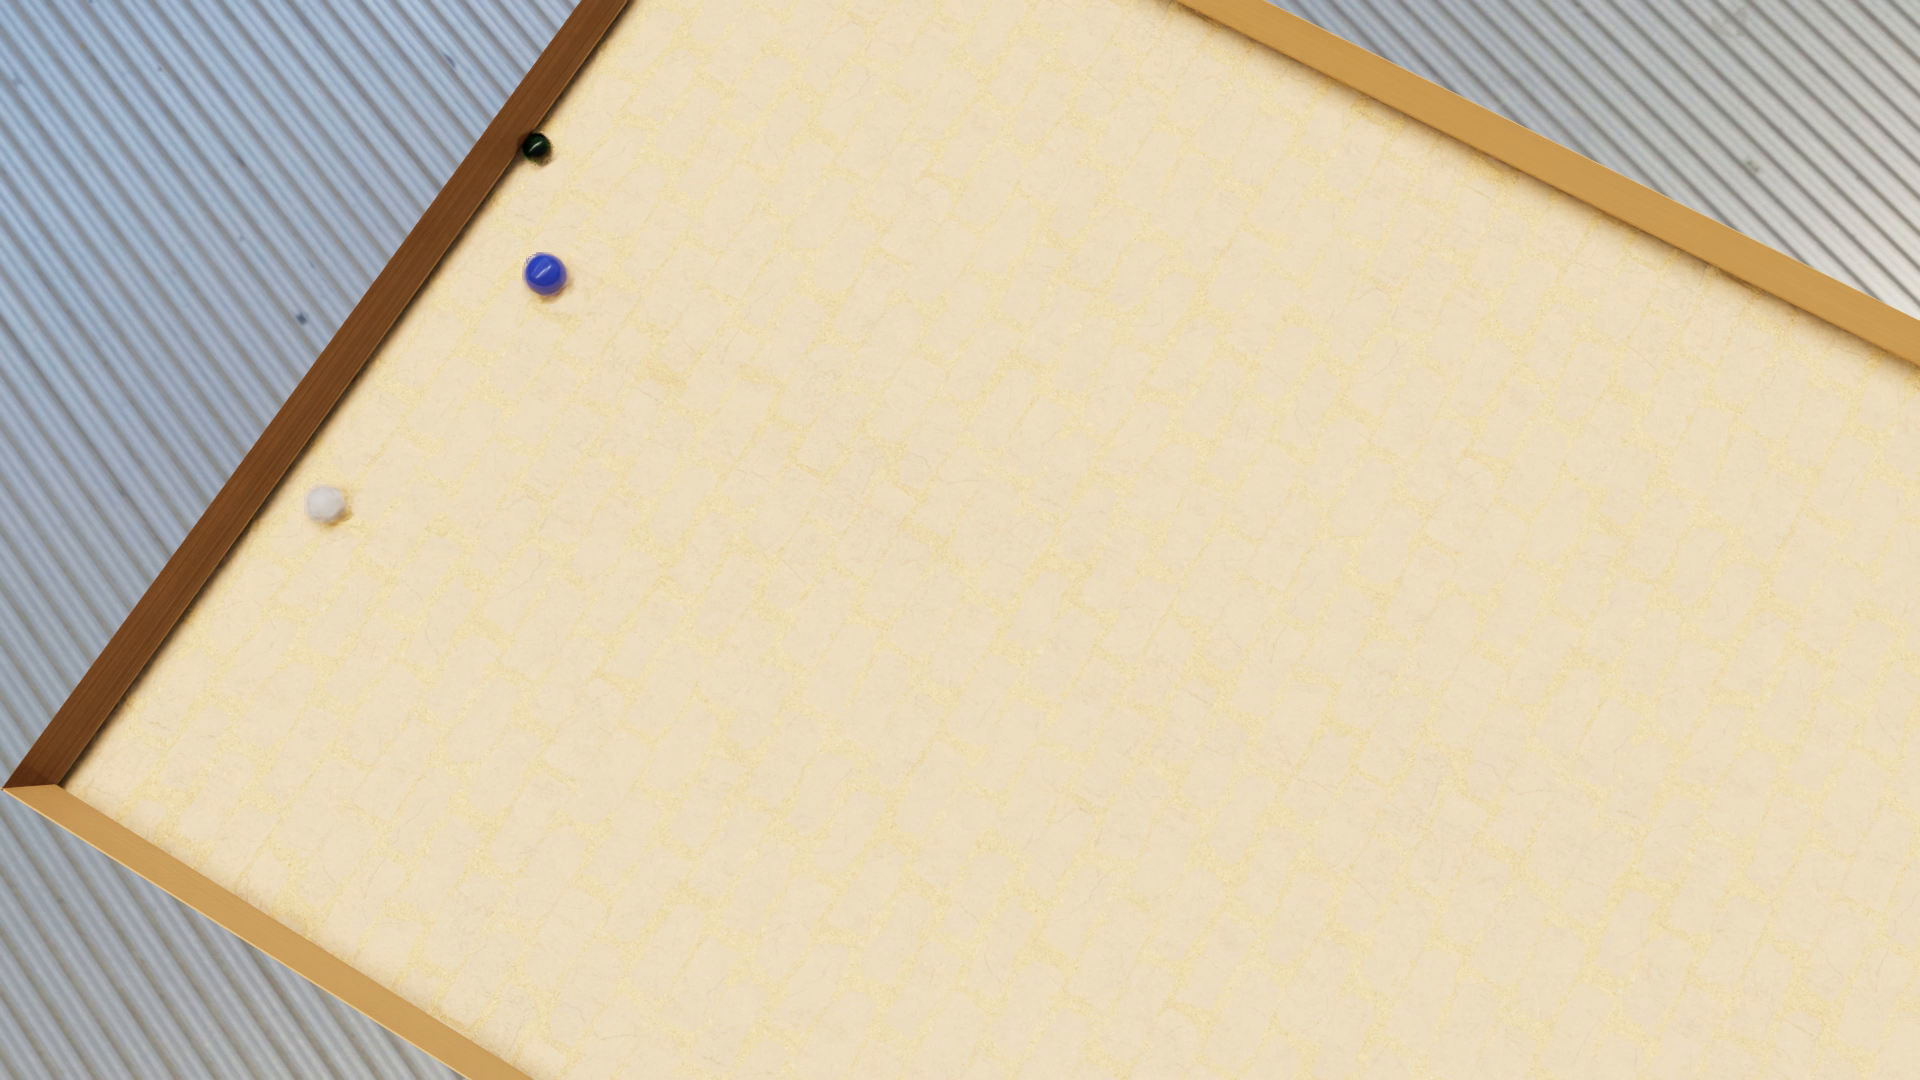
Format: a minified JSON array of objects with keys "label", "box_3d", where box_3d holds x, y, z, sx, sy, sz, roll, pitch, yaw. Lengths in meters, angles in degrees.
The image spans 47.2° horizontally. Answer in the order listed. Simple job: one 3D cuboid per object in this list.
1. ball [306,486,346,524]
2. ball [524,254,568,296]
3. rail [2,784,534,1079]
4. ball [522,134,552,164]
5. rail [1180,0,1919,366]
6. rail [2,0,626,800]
[{"label":"ball","box_3d":[-0.994,-0.056,3.446,0.061,0.061,0.061,0,71,0]},{"label":"ball","box_3d":[-0.672,-0.430,3.571,0.070,0.070,0.070,0,71,0]},{"label":"rail","box_3d":[0.358,1.325,2.952,4.065,0.091,0.045,29,73,9]},{"label":"ball","box_3d":[-0.703,-0.652,3.659,0.049,0.049,0.049,0,71,0]},{"label":"rail","box_3d":[1.400,-0.374,3.540,4.065,0.091,0.045,29,73,9]},{"label":"rail","box_3d":[-0.859,-0.476,3.575,0.045,0.091,2.126,29,73,9]}]
